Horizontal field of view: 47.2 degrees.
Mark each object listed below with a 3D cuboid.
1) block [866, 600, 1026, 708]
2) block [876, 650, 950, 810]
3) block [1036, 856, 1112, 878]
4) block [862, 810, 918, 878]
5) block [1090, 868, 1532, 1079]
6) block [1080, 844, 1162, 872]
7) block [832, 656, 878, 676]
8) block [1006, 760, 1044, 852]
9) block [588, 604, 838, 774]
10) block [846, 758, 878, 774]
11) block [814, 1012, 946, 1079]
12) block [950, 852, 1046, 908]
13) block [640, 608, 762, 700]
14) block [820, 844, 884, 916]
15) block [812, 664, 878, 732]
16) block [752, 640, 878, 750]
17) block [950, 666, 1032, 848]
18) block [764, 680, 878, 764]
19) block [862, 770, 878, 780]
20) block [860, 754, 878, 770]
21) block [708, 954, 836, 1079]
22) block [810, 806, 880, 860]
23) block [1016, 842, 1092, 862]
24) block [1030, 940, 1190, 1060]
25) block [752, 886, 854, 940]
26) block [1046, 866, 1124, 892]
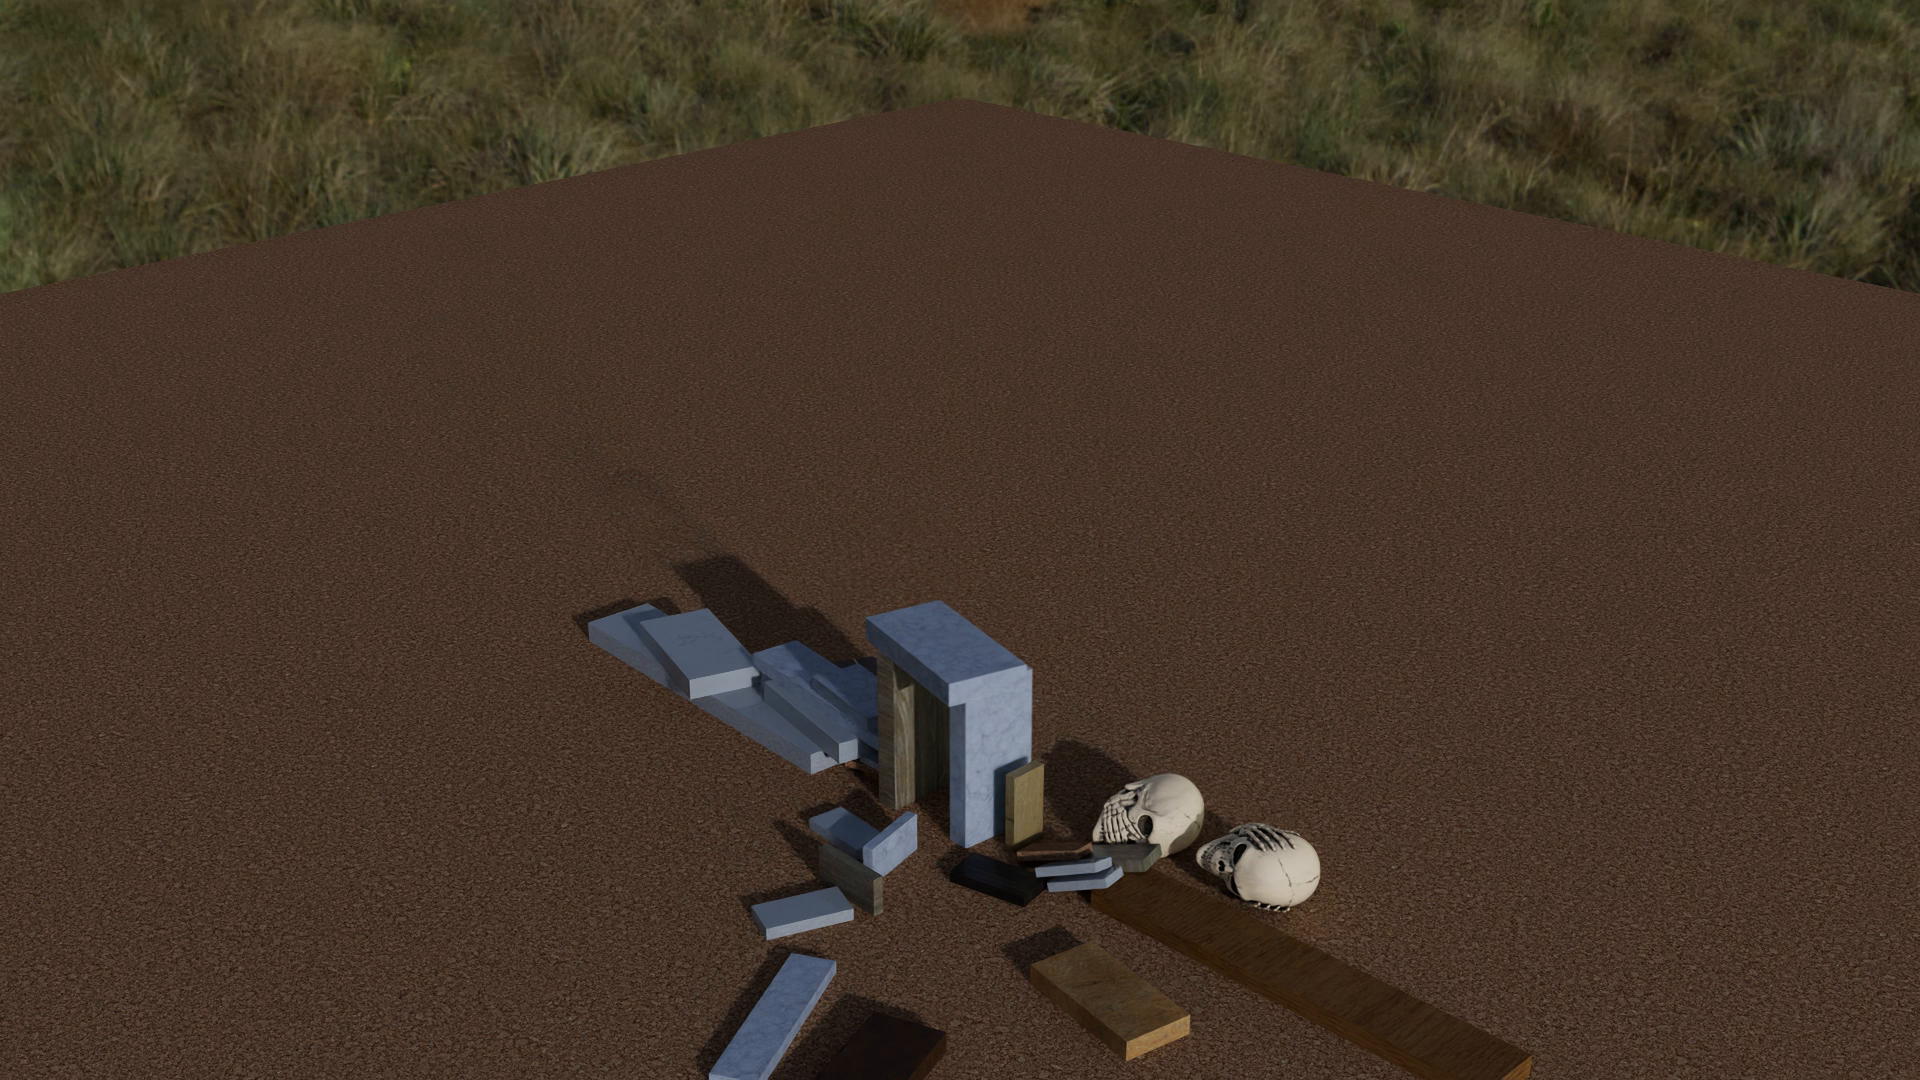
[{"bbox_3d":[-0.031,0.218,4.311,0.171,0.048,0.341,-12,26,-27],"label":"block"},{"bbox_3d":[-0.087,0.363,4.469,0.171,0.341,0.048,-21,31,-40],"label":"block"},{"bbox_3d":[0.215,0.620,4.168,0.130,0.018,0.065,-10,-2,32],"label":"block"},{"bbox_3d":[-0.134,0.596,4.256,0.022,0.079,0.158,13,26,28],"label":"block"},{"bbox_3d":[0.598,0.772,3.892,0.138,0.039,0.860,-21,31,-40],"label":"block"},{"bbox_3d":[0.295,0.611,4.224,0.166,0.024,0.083,-6,12,30],"label":"block"},{"bbox_3d":[-0.213,0.331,4.939,0.114,0.032,0.229,-8,24,-18],"label":"block"},{"bbox_3d":[0.126,0.523,4.315,0.024,0.166,0.083,21,31,41],"label":"block"},{"bbox_3d":[-0.531,0.322,4.942,0.167,0.047,0.859,-19,29,-37],"label":"block"},{"bbox_3d":[-0.179,0.467,4.601,0.111,0.016,0.055,11,25,24],"label":"block"},{"bbox_3d":[-0.145,0.884,3.628,0.138,0.039,0.275,11,25,24],"label":"block"},{"bbox_3d":[0.073,0.649,4.202,0.167,0.024,0.083,14,27,30],"label":"block"},{"bbox_3d":[-0.590,0.254,4.979,0.167,0.047,0.335,-11,25,-24],"label":"block"},{"bbox_3d":[-0.206,0.641,4.149,0.022,0.079,0.158,-20,30,-39],"label":"block"},{"bbox_3d":[-0.203,0.330,4.616,0.114,0.032,0.229,-14,27,-30],"label":"block"},{"bbox_3d":[-0.265,0.329,4.702,0.114,0.032,0.492,-16,28,-33],"label":"block"},{"bbox_3d":[0.061,0.422,4.329,0.171,0.341,0.048,-18,29,-36],"label":"block"},{"bbox_3d":[-0.268,0.369,4.709,0.167,0.047,0.335,-14,27,-29],"label":"block"},{"bbox_3d":[-0.146,0.489,4.587,0.111,0.016,0.055,20,30,39],"label":"block"},{"bbox_3d":[-0.149,0.463,4.570,0.055,0.016,0.111,-21,31,-40],"label":"block"},{"bbox_3d":[-0.318,0.827,3.781,0.086,0.024,0.370,7,24,16],"label":"block"},{"bbox_3d":[-0.221,0.581,4.363,0.079,0.022,0.158,-17,28,-36],"label":"block"},{"bbox_3d":[0.183,0.603,4.254,0.130,0.018,0.065,-6,5,30],"label":"block"},{"bbox_3d":[0.259,0.799,3.828,0.138,0.039,0.275,-15,27,-31],"label":"block"},{"bbox_3d":[-0.293,0.694,4.094,0.171,0.024,0.086,-10,25,-22],"label":"block"},{"bbox_3d":[0.237,0.641,4.160,0.131,0.018,0.065,-10,9,35],"label":"block"}]
